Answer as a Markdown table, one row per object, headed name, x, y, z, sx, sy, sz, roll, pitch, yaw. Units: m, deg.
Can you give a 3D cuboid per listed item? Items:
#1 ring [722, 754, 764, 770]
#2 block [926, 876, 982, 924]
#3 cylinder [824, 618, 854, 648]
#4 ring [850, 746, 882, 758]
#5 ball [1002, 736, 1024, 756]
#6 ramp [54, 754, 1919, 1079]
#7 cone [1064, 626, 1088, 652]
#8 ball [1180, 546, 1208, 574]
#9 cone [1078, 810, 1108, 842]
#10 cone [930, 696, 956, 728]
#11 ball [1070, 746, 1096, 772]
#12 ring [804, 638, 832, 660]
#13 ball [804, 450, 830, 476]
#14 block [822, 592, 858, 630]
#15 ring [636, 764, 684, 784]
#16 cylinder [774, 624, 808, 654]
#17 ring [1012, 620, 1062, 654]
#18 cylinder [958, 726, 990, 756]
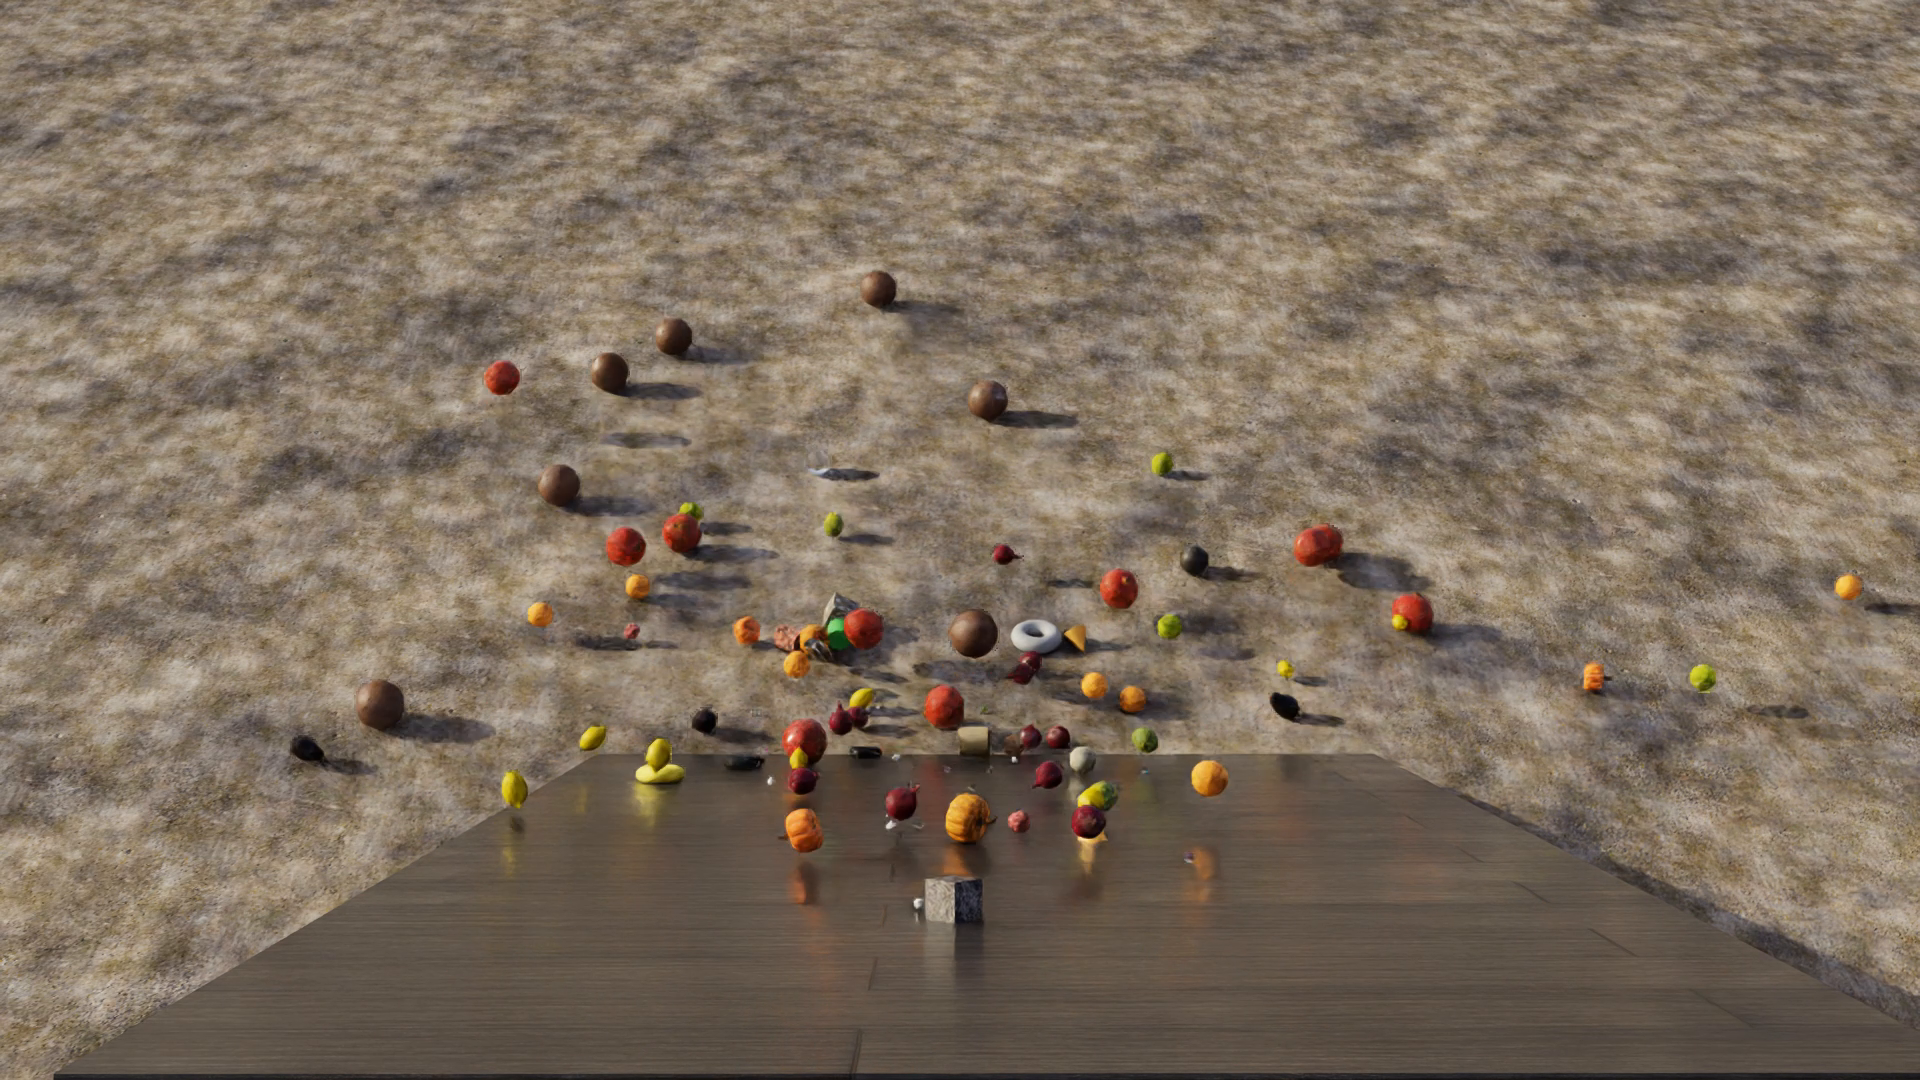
| name | x | y | z | sx | sy | sz | roll | pitch | yaw |
| --- | --- | --- | --- | --- | --- | --- | --- | --- | --- |
| ring | -0.524 | 0.534 | 6.236 | 0.102 | 0.034 | 0.102 | 1 | 0 | 0 |
| block | -0.009 | 0.520 | 3.747 | 0.058 | 0.058 | 0.058 | 0 | 0 | 43 |
| cylinder | -0.338 | 0.263 | 7.262 | 0.065 | 0.065 | 0.065 | -11 | 62 | -18 |
| ring | -0.237 | 0.537 | 6.540 | 0.083 | 0.028 | 0.083 | 1 | 1 | 0 |
| ball | 0.136 | 0.523 | 6.574 | 0.055 | 0.055 | 0.055 | 0 | 30 | 0 |
| ramp | 0.067 | 0.599 | 4.659 | 2.000 | 0.100 | 4.000 | 0 | 0 | 0 |
| cone | 0.336 | 0.289 | 7.252 | 0.072 | 0.072 | 0.072 | -10 | 64 | -17 |
| ball | 0.687 | 0.059 | 7.595 | 0.087 | 0.087 | 0.087 | 0 | 30 | 0 |
| cone | 0.242 | 0.521 | 4.736 | 0.056 | 0.056 | 0.056 | 0 | 0 | 0 |
| cone | -0.057 | 0.449 | 6.914 | 0.074 | 0.074 | 0.074 | -15 | 25 | 7 |
| ball | 0.290 | 0.518 | 6.114 | 0.064 | 0.064 | 0.064 | 0 | 30 | 0 |
| ring | -0.390 | 0.301 | 7.115 | 0.082 | 0.082 | 0.027 | 20 | 63 | 30 |
| ball | -0.446 | -0.245 | 8.124 | 0.082 | 0.082 | 0.082 | 0 | 30 | 0 |
| block | -0.337 | 0.211 | 7.314 | 0.076 | 0.076 | 0.076 | 23 | 28 | -15 |
| ring | -0.682 | 0.532 | 5.885 | 0.110 | 0.037 | 0.110 | 1 | 0 | 0 |
| cylinder | -0.472 | 0.277 | 7.232 | 0.070 | 0.070 | 0.070 | 17 | 34 | 29 |
| ring | 0.216 | 0.272 | 7.265 | 0.144 | 0.048 | 0.144 | 1 | 29 | -1 |
| cylinder | 0.037 | 0.509 | 6.548 | 0.074 | 0.074 | 0.074 | -4 | 30 | 3 |
